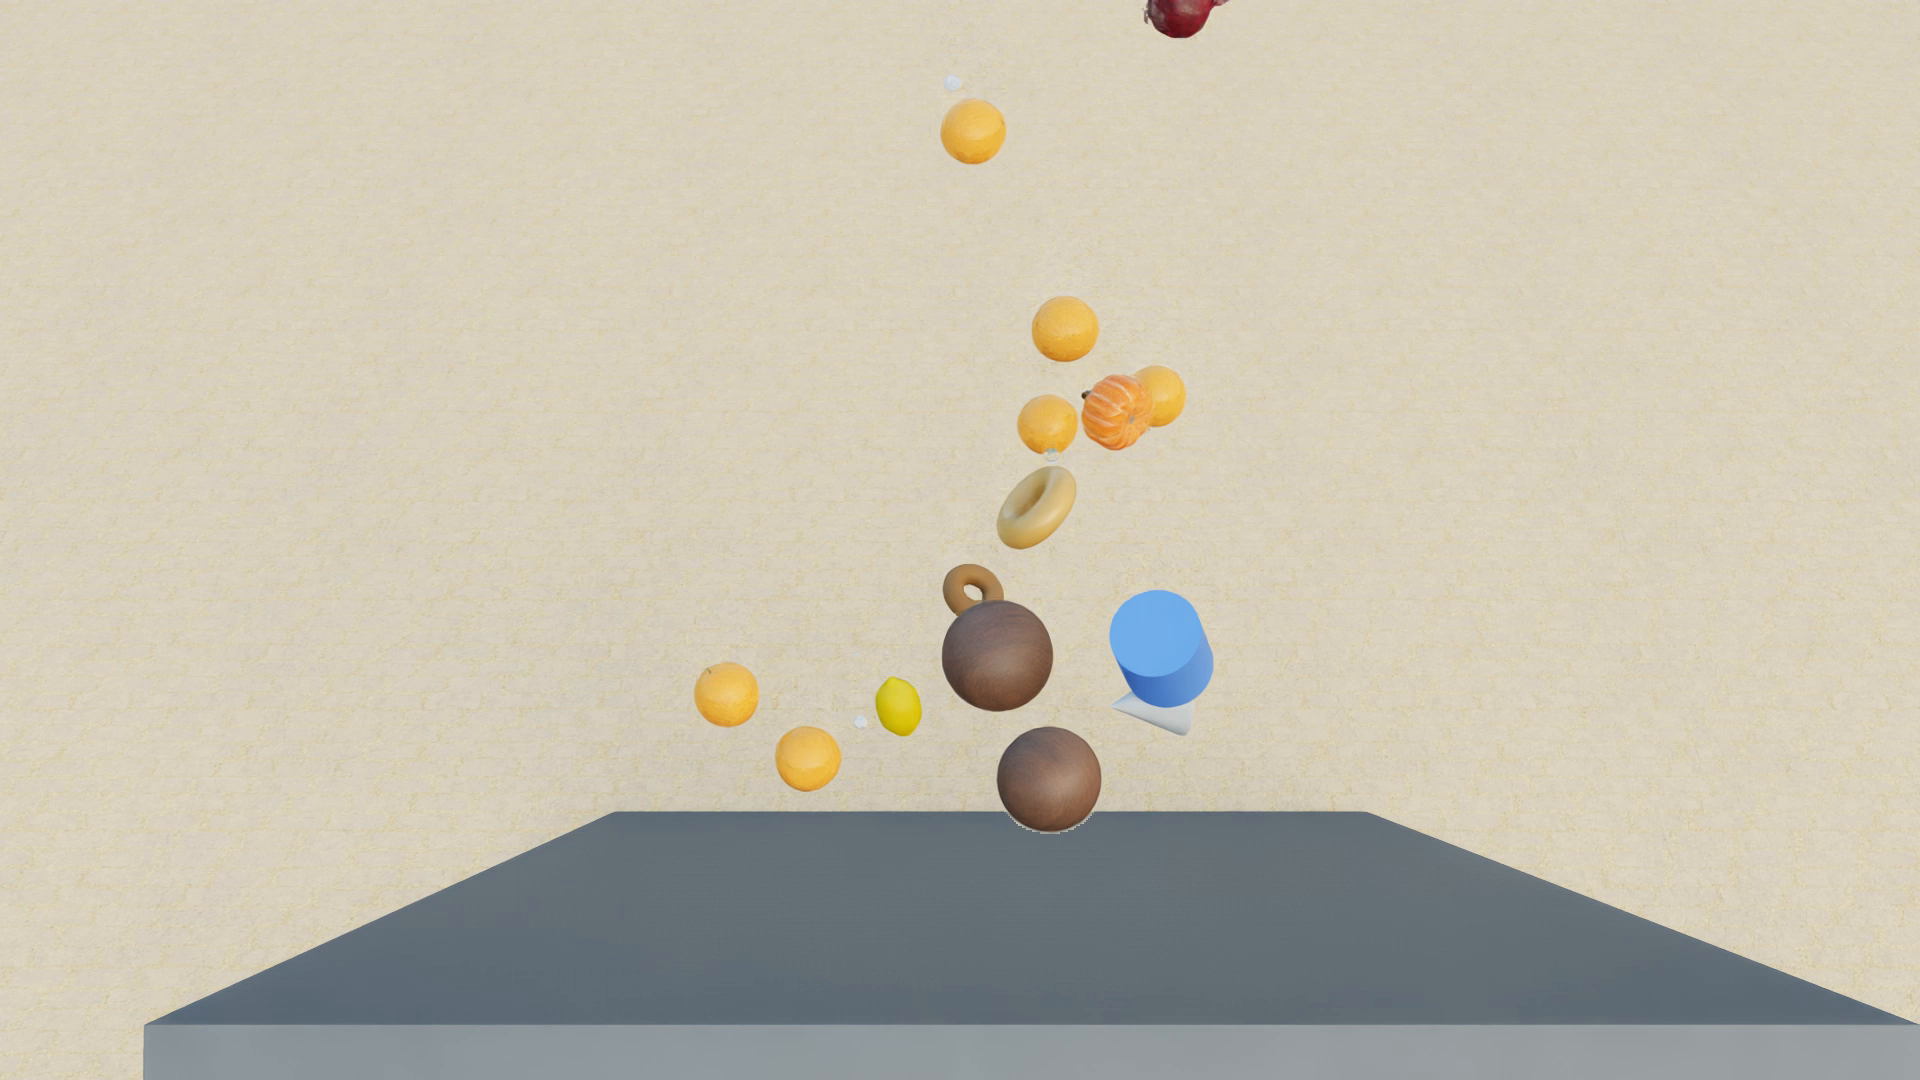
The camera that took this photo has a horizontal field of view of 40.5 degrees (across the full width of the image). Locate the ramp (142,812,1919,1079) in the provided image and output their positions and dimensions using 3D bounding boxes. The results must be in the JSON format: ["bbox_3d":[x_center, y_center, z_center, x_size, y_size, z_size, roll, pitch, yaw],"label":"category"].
[{"bbox_3d":[0.081,0.684,4.924,2.000,0.100,4.000,0,-3,0],"label":"ramp"}]

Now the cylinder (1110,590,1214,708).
[{"bbox_3d":[0.218,0.118,2.802,0.099,0.099,0.099,-5,66,12],"label":"cylinder"}]

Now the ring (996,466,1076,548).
[{"bbox_3d":[0.084,-0.036,2.868,0.108,0.036,0.108,-38,26,22],"label":"ring"}]

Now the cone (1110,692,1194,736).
[{"bbox_3d":[0.202,0.179,2.855,0.082,0.082,0.082,-4,36,-19],"label":"cone"}]

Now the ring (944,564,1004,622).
[{"bbox_3d":[0.017,0.065,3.217,0.079,0.026,0.079,11,57,-17],"label":"ring"}]
